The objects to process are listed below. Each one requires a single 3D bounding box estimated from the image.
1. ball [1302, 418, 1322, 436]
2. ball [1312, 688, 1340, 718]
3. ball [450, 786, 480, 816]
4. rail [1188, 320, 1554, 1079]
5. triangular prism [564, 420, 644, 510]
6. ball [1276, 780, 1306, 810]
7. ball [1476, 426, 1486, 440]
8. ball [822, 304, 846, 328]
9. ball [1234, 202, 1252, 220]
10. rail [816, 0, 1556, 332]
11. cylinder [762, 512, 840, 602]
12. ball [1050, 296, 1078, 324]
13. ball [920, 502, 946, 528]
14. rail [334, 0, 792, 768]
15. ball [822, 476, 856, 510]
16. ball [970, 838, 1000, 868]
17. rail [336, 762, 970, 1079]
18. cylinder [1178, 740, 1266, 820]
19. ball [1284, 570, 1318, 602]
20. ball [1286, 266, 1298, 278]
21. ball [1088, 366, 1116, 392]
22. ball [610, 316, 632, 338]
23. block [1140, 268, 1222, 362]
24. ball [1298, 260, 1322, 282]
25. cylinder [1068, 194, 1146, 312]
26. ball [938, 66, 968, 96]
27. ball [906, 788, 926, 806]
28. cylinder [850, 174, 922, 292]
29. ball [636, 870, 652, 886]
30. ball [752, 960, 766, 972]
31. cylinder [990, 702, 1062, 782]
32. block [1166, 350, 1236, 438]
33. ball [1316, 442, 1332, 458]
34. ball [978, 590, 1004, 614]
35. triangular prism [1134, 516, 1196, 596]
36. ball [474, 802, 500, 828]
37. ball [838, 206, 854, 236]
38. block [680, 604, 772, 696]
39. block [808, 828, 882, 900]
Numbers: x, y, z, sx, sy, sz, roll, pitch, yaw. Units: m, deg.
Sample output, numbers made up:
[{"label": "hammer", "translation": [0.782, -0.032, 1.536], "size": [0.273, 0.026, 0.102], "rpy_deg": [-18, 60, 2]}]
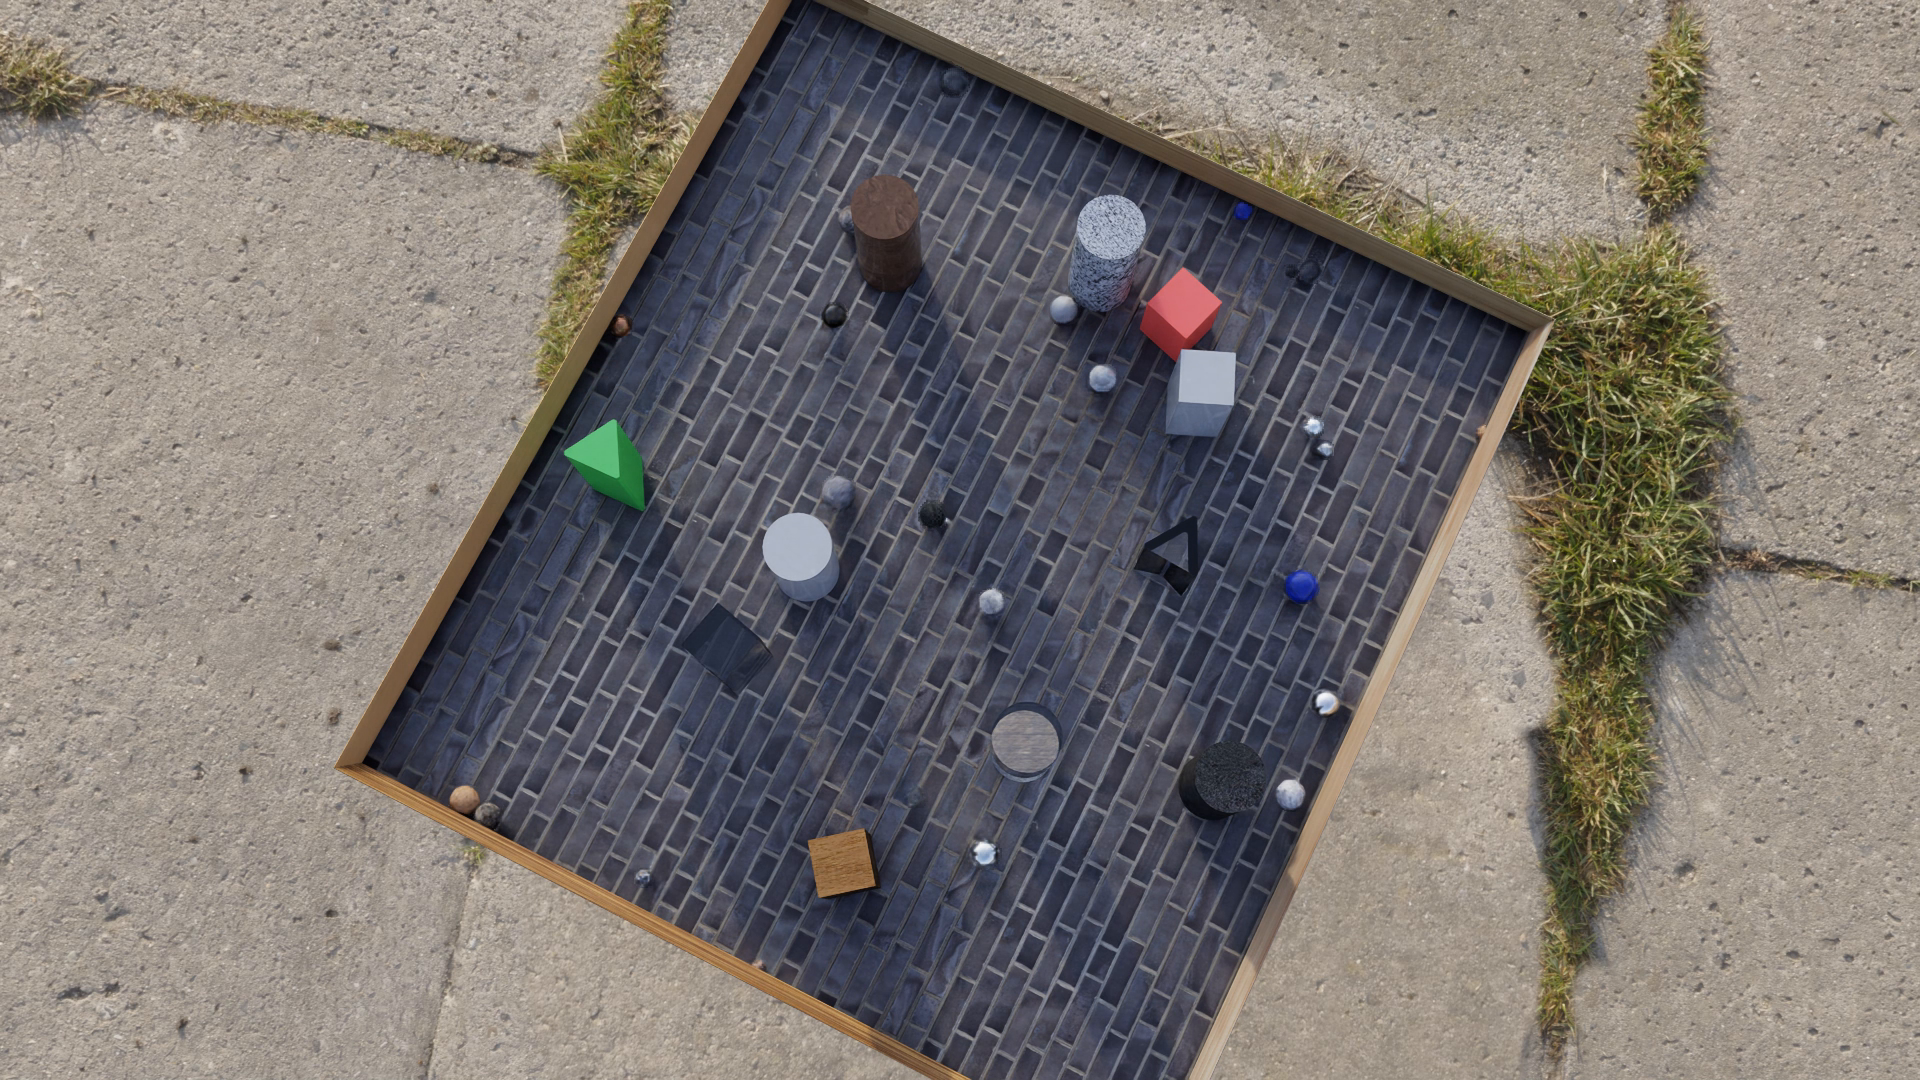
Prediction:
[{"label": "ball", "translation": [1.088, -0.350, 5.659], "size": [0.060, 0.060, 0.060], "rpy_deg": [0, 78, 0]}, {"label": "ball", "translation": [1.093, 0.488, 5.471], "size": [0.087, 0.087, 0.087], "rpy_deg": [0, 78, 0]}, {"label": "ball", "translation": [-1.463, 0.770, 5.414], "size": [0.086, 0.086, 0.086], "rpy_deg": [0, 78, 0]}, {"label": "rail", "translation": [1.168, 0.579, 5.429], "size": [0.045, 0.130, 2.863], "rpy_deg": [26, 80, 5]}, {"label": "triangular prism", "translation": [-1.020, -0.235, 5.445], "size": [0.173, 0.431, 0.150], "rpy_deg": [24, 79, 5]}, {"label": "ball", "translation": [0.976, 0.752, 5.416], "size": [0.088, 0.088, 0.088], "rpy_deg": [0, 78, 0]}, {"label": "ball", "translation": [1.617, -0.331, 5.664], "size": [0.041, 0.041, 0.041], "rpy_deg": [0, 78, 0]}, {"label": "ball", "translation": [-0.393, -0.700, 5.722], "size": [0.079, 0.079, 0.079], "rpy_deg": [0, 78, 0]}, {"label": "ball", "translation": [0.894, -1.041, 5.804], "size": [0.055, 0.055, 0.055], "rpy_deg": [0, 78, 0]}, {"label": "rail", "translation": [0.630, -1.226, 5.803], "size": [2.660, 0.130, 0.045], "rpy_deg": [26, 80, 5]}, {"label": "cylinder", "translation": [-0.467, 0.054, 5.429], "size": [0.200, 0.345, 0.200], "rpy_deg": [0, 78, 0]}, {"label": "ball", "translation": [0.326, -0.719, 5.722], "size": [0.084, 0.084, 0.084], "rpy_deg": [0, 78, 0]}, {"label": "ball", "translation": [-0.083, -0.076, 5.592], "size": [0.080, 0.080, 0.080], "rpy_deg": [0, 78, 0]}, {"label": "rail", "translation": [-1.168, -0.565, 5.666], "size": [0.045, 0.130, 2.863], "rpy_deg": [26, 80, 5]}, {"label": "ball", "translation": [-0.371, -0.144, 5.595], "size": [0.100, 0.100, 0.100], "rpy_deg": [0, 78, 0]}, {"label": "ball", "translation": [0.072, 0.921, 5.381], "size": [0.087, 0.087, 0.087], "rpy_deg": [0, 78, 0]}, {"label": "rail", "translation": [-0.630, 1.240, 5.293], "size": [2.660, 0.130, 0.045], "rpy_deg": [26, 80, 5]}, {"label": "cylinder", "translation": [0.751, 0.696, 5.277], "size": [0.200, 0.382, 0.200], "rpy_deg": [0, 78, 0]}, {"label": "ball", "translation": [1.030, 0.140, 5.538], "size": [0.098, 0.098, 0.098], "rpy_deg": [0, 78, 0]}, {"label": "ball", "translation": [1.044, -0.845, 5.771], "size": [0.040, 0.040, 0.040], "rpy_deg": [0, 78, 0]}, {"label": "ball", "translation": [0.441, -0.499, 5.677], "size": [0.084, 0.084, 0.084], "rpy_deg": [0, 78, 0]}, {"label": "ball", "translation": [-1.060, -0.665, 5.721], "size": [0.066, 0.066, 0.066], "rpy_deg": [0, 78, 0]}, {"label": "block", "translation": [0.676, -0.689, 5.634], "size": [0.160, 0.245, 0.160], "rpy_deg": [44, 82, 8]}, {"label": "ball", "translation": [1.098, -0.843, 5.755], "size": [0.071, 0.071, 0.071], "rpy_deg": [0, 78, 0]}, {"label": "cylinder", "translation": [0.440, -0.863, 5.557], "size": [0.200, 0.467, 0.200], "rpy_deg": [0, 78, 0]}, {"label": "ball", "translation": [-0.023, -1.470, 5.874], "size": [0.092, 0.092, 0.092], "rpy_deg": [0, 78, 0]}, {"label": "ball", "translation": [-0.131, 0.762, 5.431], "size": [0.055, 0.055, 0.055], "rpy_deg": [0, 78, 0]}, {"label": "cylinder", "translation": [-0.220, -0.924, 5.571], "size": [0.200, 0.465, 0.200], "rpy_deg": [0, 78, 0]}, {"label": "ball", "translation": [-0.931, 0.993, 5.388], "size": [0.045, 0.045, 0.045], "rpy_deg": [0, 78, 0]}, {"label": "ball", "translation": [-0.586, 1.247, 5.336], "size": [0.044, 0.044, 0.044], "rpy_deg": [0, 78, 0]}, {"label": "cylinder", "translation": [0.189, 0.589, 5.314], "size": [0.200, 0.355, 0.200], "rpy_deg": [0, 78, 0]}, {"label": "block", "translation": [0.722, -0.439, 5.524], "size": [0.160, 0.359, 0.160], "rpy_deg": [4, 78, 1]}, {"label": "ball", "translation": [1.121, -0.277, 5.649], "size": [0.050, 0.050, 0.050], "rpy_deg": [0, 78, 0]}, {"label": "ball", "translation": [0.095, 0.188, 5.540], "size": [0.075, 0.075, 0.075], "rpy_deg": [0, 78, 0]}, {"label": "triangular prism", "translation": [0.640, 0.030, 5.432], "size": [0.173, 0.349, 0.150], "rpy_deg": [30, 80, 6]}, {"label": "ball", "translation": [-1.395, 0.813, 5.410], "size": [0.075, 0.075, 0.075], "rpy_deg": [0, 78, 0]}, {"label": "ball", "translation": [-0.335, -1.008, 5.776], "size": [0.096, 0.096, 0.096], "rpy_deg": [0, 78, 0]}, {"label": "block", "translation": [-0.678, 0.324, 5.367], "size": [0.160, 0.357, 0.160], "rpy_deg": [39, 81, 7]}, {"label": "block", "translation": [-0.327, 0.929, 5.237], "size": [0.160, 0.367, 0.160], "rpy_deg": [-12, 79, -2]}]
